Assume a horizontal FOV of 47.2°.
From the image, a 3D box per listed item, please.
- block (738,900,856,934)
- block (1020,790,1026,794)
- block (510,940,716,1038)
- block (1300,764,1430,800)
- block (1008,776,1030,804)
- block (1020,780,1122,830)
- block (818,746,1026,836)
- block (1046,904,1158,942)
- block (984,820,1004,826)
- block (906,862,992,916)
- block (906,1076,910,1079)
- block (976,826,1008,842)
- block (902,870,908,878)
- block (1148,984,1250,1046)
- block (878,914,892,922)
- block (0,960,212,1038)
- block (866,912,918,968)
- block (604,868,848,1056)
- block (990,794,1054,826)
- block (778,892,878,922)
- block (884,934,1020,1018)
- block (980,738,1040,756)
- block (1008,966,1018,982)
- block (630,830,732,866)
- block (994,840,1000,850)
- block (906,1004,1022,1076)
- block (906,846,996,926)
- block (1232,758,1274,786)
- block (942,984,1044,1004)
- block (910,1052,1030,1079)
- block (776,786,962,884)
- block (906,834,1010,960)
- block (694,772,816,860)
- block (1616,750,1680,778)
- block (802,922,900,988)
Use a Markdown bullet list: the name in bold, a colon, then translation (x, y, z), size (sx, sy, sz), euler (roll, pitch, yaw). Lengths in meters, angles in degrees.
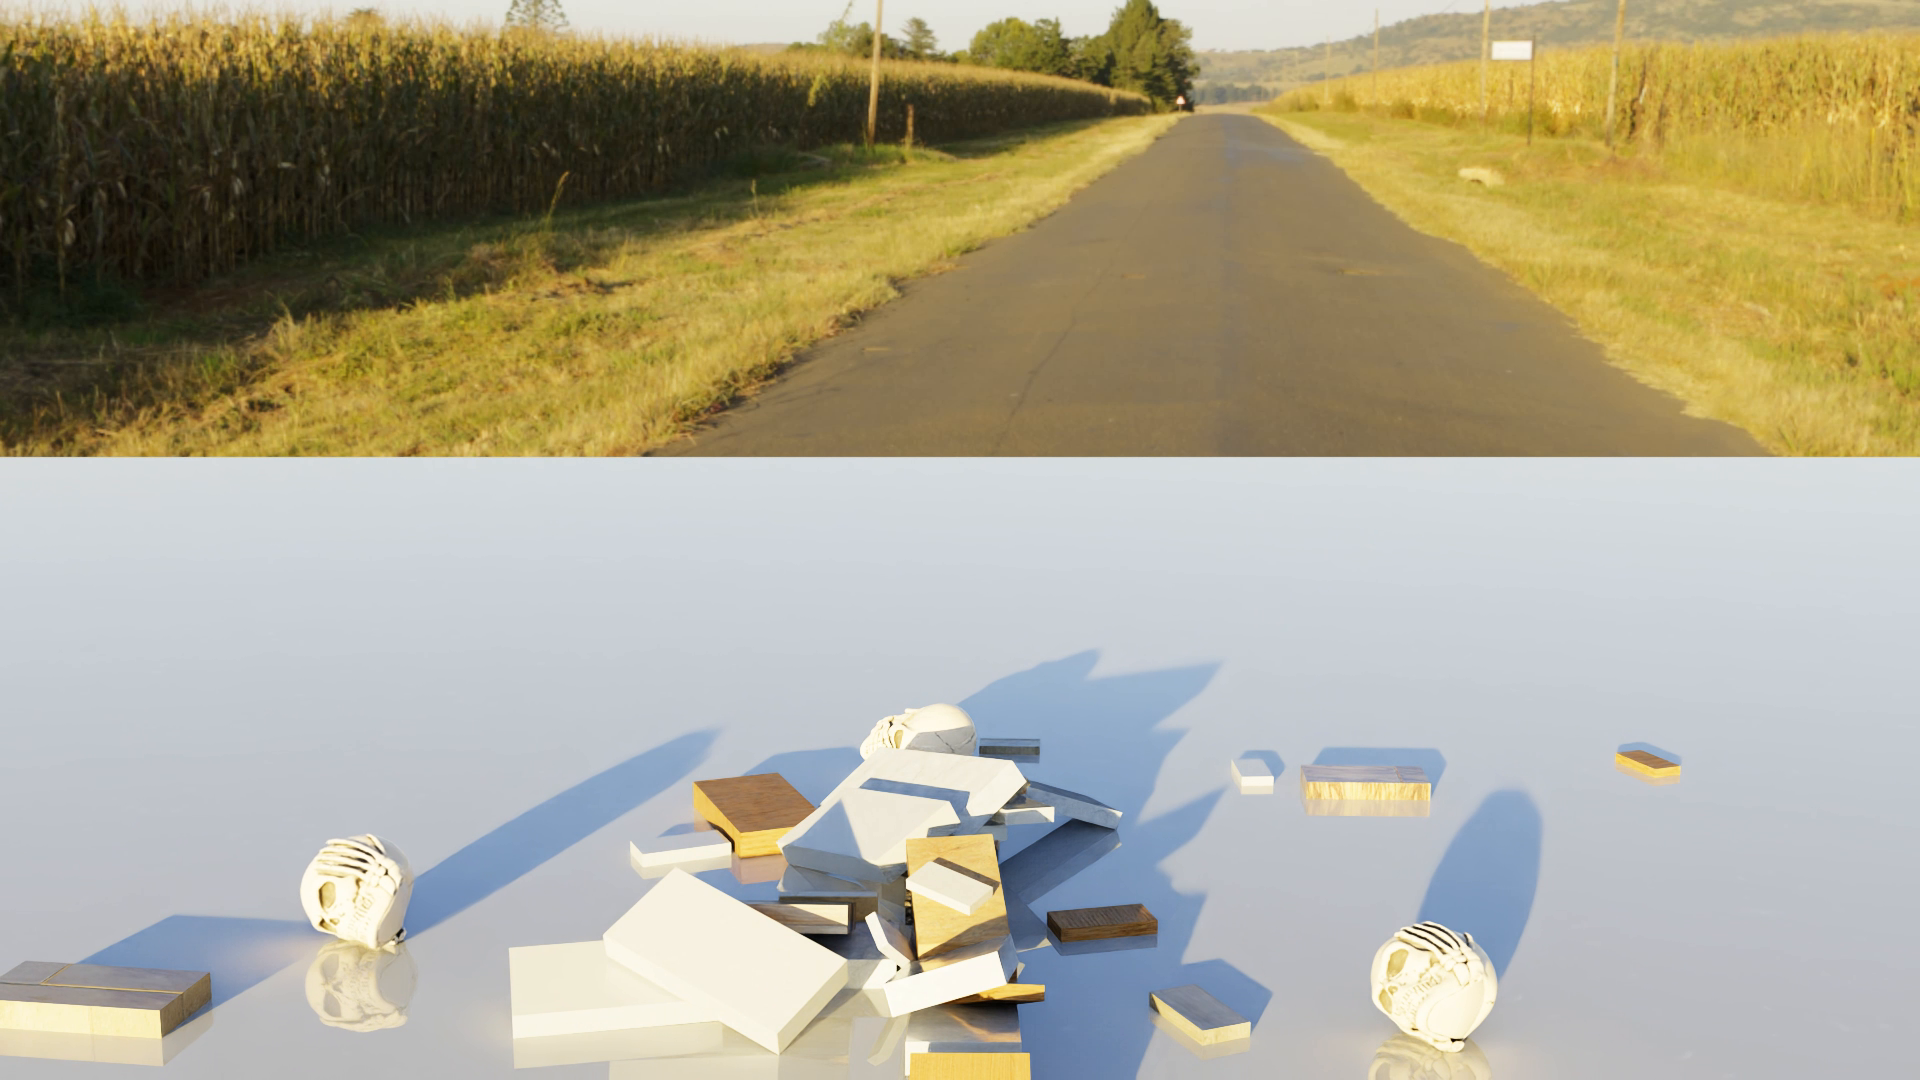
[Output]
- **block**: translation (-0.309, 0.567, 3.316), size (0.292, 0.041, 0.146), euler (0, -7, 2)
- **block**: translation (0.061, 0.437, 3.887), size (0.055, 0.016, 0.110), euler (-1, 2, -39)
- **block**: translation (-0.497, 0.639, 3.165), size (0.293, 0.041, 0.146), euler (-2, 30, -12)
- **block**: translation (0.780, 0.467, 4.240), size (0.233, 0.033, 0.117), euler (0, 11, 2)
- **block**: translation (0.066, 0.428, 3.823), size (0.055, 0.016, 0.110), euler (-37, 24, -30)
- **block**: translation (0.167, 0.470, 3.994), size (0.233, 0.033, 0.117), euler (19, -1, -31)
- **block**: translation (-0.073, 0.448, 3.877), size (0.166, 0.047, 0.440), euler (-43, 20, -26)
- **block**: translation (0.226, 0.610, 3.502), size (0.159, 0.023, 0.080), euler (-3, 11, -14)
- **block**: translation (0.013, 0.501, 3.907), size (0.090, 0.026, 0.181), euler (0, -9, -13)
- **block**: translation (-0.016, 0.530, 3.352), size (0.120, 0.017, 0.060), euler (18, 32, 32)
- **block**: translation (0.005, 0.735, 2.773), size (0.148, 0.042, 0.296), euler (0, 11, 0)
- **block**: translation (0.022, 0.515, 3.835), size (0.090, 0.026, 0.181), euler (-1, -9, -9)
- **block**: translation (-0.093, 0.546, 3.755), size (0.016, 0.055, 0.110), euler (-9, 14, -41)
- **block**: translation (0.341, 0.677, 3.142), size (0.077, 0.022, 0.154), euler (-5, 11, -24)
- **block**: translation (-0.169, 0.607, 3.532), size (0.060, 0.017, 0.120), euler (-8, 13, -36)
- **block**: translation (-1.253, 0.661, 3.172), size (0.292, 0.041, 0.146), euler (2, 11, 9)
- **block**: translation (-0.096, 0.601, 3.263), size (0.017, 0.120, 0.060), euler (-34, 49, 6)
- **block**: translation (-0.334, 0.596, 3.136), size (0.318, 0.045, 0.159), euler (23, 44, 27)
- **block**: translation (0.082, 0.462, 3.797), size (0.090, 0.026, 0.181), euler (-1, 3, -24)
- **block**: translation (-0.206, 0.592, 3.448), size (0.154, 0.077, 0.022), euler (0, 11, 1)
- **block**: translation (-0.008, 0.608, 3.088), size (0.159, 0.045, 0.318), euler (-17, -7, 3)
- **block**: translation (0.102, 0.424, 4.516), size (0.123, 0.017, 0.062), euler (1, 11, 3)
- **block**: translation (0.005, 0.617, 3.415), size (0.138, 0.039, 0.275), euler (-1, 11, -5)
- **block**: translation (-0.491, 0.542, 3.867), size (0.159, 0.023, 0.080), euler (-5, 11, -23)
- **block**: translation (0.028, 0.520, 3.736), size (0.055, 0.016, 0.111), euler (0, -9, -11)
- **block**: translation (0.005, 0.668, 2.950), size (0.148, 0.042, 0.296), euler (0, -3, 0)
- **block**: translation (-0.012, 0.555, 3.539), size (0.138, 0.039, 0.275), euler (0, 10, 2)
- **block**: translation (0.576, 0.457, 4.335), size (0.062, 0.017, 0.123), euler (0, 11, -2)
- **block**: translation (0.043, 0.641, 3.091), size (0.077, 0.022, 0.179), euler (8, -17, -25)
- **block**: translation (0.011, 0.724, 2.613), size (0.148, 0.042, 0.296), euler (0, 27, 0)
- **block**: translation (-0.158, 0.496, 3.713), size (0.166, 0.047, 0.332), euler (-36, 18, -29)
- **block**: translation (-0.005, 0.549, 3.376), size (0.138, 0.039, 0.275), euler (-3, 27, -4)
- **block**: translation (-0.365, 0.501, 4.021), size (0.166, 0.047, 0.332), euler (-4, 11, -21)
- **block**: translation (1.373, 0.447, 4.392), size (0.062, 0.017, 0.123), euler (-4, 11, -21)
- **block**: translation (-0.253, 0.629, 3.338), size (0.318, 0.045, 0.159), euler (0, 11, 1)
